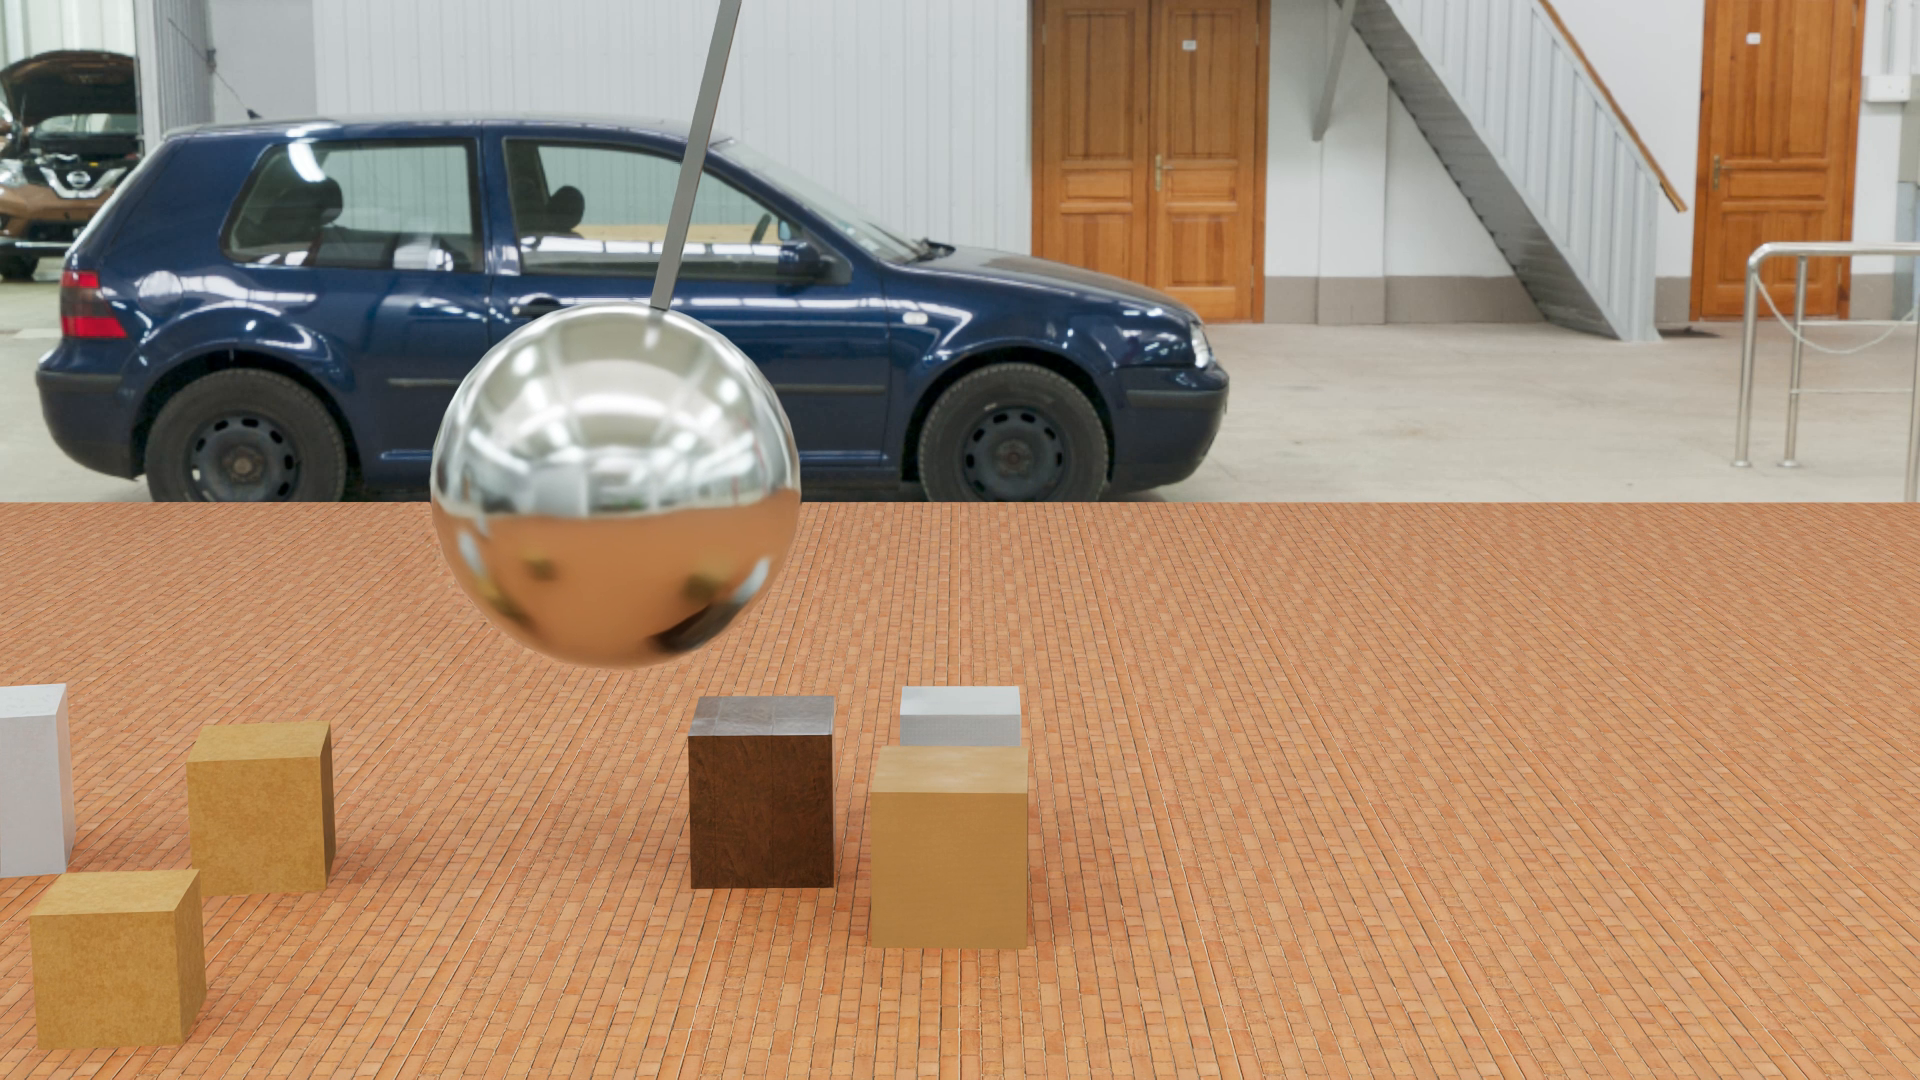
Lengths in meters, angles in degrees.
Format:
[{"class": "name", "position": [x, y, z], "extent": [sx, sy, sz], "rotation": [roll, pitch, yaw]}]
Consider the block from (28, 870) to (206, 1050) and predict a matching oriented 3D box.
[{"class": "block", "position": [-3.130, 1.557, 9.570], "extent": [0.511, 0.512, 0.501], "rotation": [-1, 10, -6]}]

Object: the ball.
[{"class": "ball", "position": [-1.487, -0.236, 11.137], "extent": [1.600, 1.600, 1.600], "rotation": [0, 10, 0]}]

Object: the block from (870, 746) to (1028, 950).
[{"class": "block", "position": [-0.033, 1.274, 10.727], "extent": [0.632, 0.656, 0.727], "rotation": [0, 10, 2]}]

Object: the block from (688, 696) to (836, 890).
[{"class": "block", "position": [-0.874, 1.118, 11.490], "extent": [0.622, 0.689, 0.713], "rotation": [0, 10, -2]}]

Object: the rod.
[{"class": "rod", "position": [-0.645, -3.477, 10.548], "extent": [0.080, 5.200, 0.080], "rotation": [14, 10, -3]}]

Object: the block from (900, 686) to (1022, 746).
[{"class": "block", "position": [0.002, 1.049, 12.113], "extent": [0.559, 0.602, 0.550], "rotation": [0, 10, 0]}]

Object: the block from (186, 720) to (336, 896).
[{"class": "block", "position": [-3.088, 1.182, 11.380], "extent": [0.558, 0.602, 0.635], "rotation": [-2, 10, -9]}]

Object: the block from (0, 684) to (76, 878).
[{"class": "block", "position": [-4.415, 1.089, 11.544], "extent": [0.746, 0.727, 0.609], "rotation": [-3, 11, -14]}]
